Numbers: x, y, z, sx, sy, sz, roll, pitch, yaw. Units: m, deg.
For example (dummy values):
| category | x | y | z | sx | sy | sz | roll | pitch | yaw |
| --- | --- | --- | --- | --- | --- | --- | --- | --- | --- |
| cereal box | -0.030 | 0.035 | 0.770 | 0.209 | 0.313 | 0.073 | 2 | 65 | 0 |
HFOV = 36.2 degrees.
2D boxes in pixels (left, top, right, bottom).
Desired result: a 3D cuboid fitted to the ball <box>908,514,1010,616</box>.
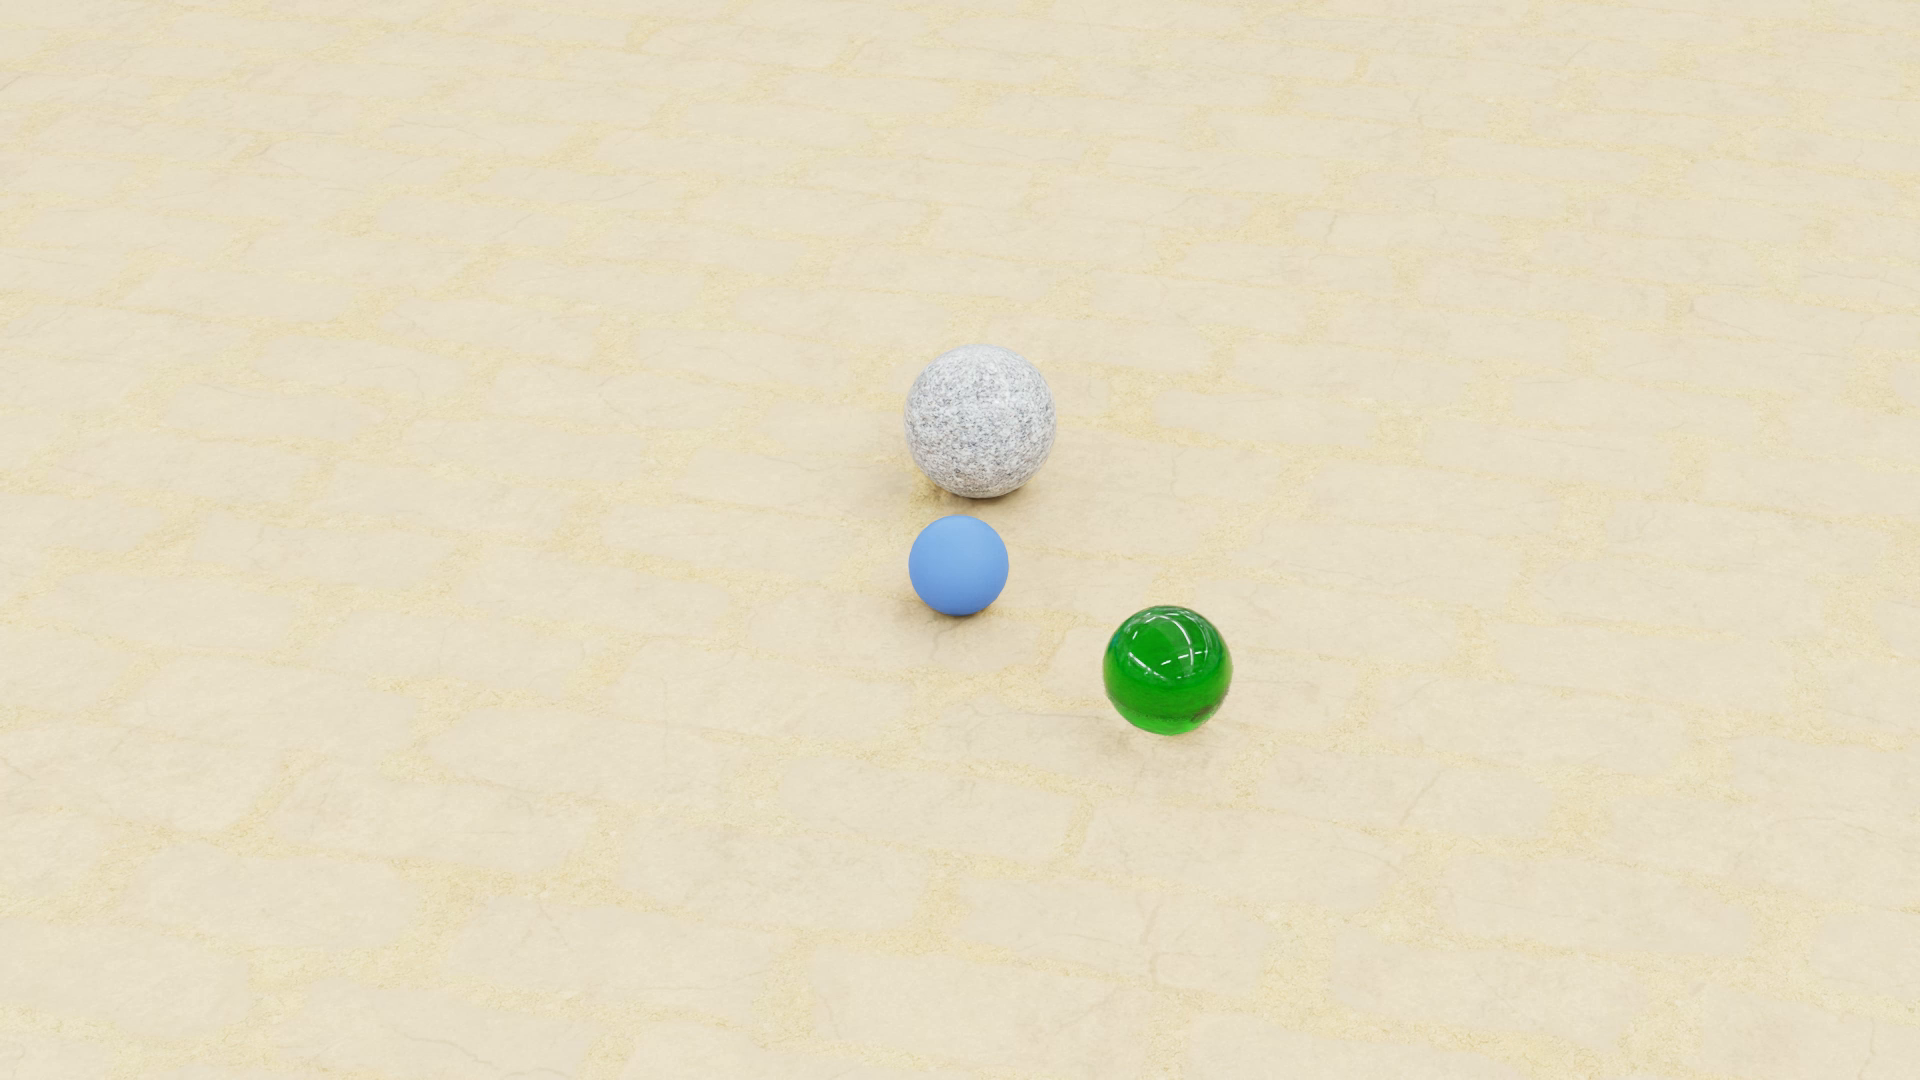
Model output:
| category | x | y | z | sx | sy | sz | roll | pitch | yaw |
| --- | --- | --- | --- | --- | --- | --- | --- | --- | --- |
| ball | -0.001 | 0.013 | 1.568 | 0.054 | 0.054 | 0.054 | 0 | 31 | 0 |

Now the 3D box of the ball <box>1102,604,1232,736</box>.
| category | x | y | z | sx | sy | sz | roll | pitch | yaw |
| --- | --- | --- | --- | --- | --- | --- | --- | --- | --- |
| ball | 0.104 | 0.065 | 1.471 | 0.065 | 0.065 | 0.065 | 0 | 31 | 0 |

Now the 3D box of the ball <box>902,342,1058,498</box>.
| category | x | y | z | sx | sy | sz | roll | pitch | yaw |
| --- | --- | --- | --- | --- | --- | --- | --- | --- | --- |
| ball | 0.011 | -0.068 | 1.670 | 0.088 | 0.088 | 0.088 | 0 | 31 | 0 |
